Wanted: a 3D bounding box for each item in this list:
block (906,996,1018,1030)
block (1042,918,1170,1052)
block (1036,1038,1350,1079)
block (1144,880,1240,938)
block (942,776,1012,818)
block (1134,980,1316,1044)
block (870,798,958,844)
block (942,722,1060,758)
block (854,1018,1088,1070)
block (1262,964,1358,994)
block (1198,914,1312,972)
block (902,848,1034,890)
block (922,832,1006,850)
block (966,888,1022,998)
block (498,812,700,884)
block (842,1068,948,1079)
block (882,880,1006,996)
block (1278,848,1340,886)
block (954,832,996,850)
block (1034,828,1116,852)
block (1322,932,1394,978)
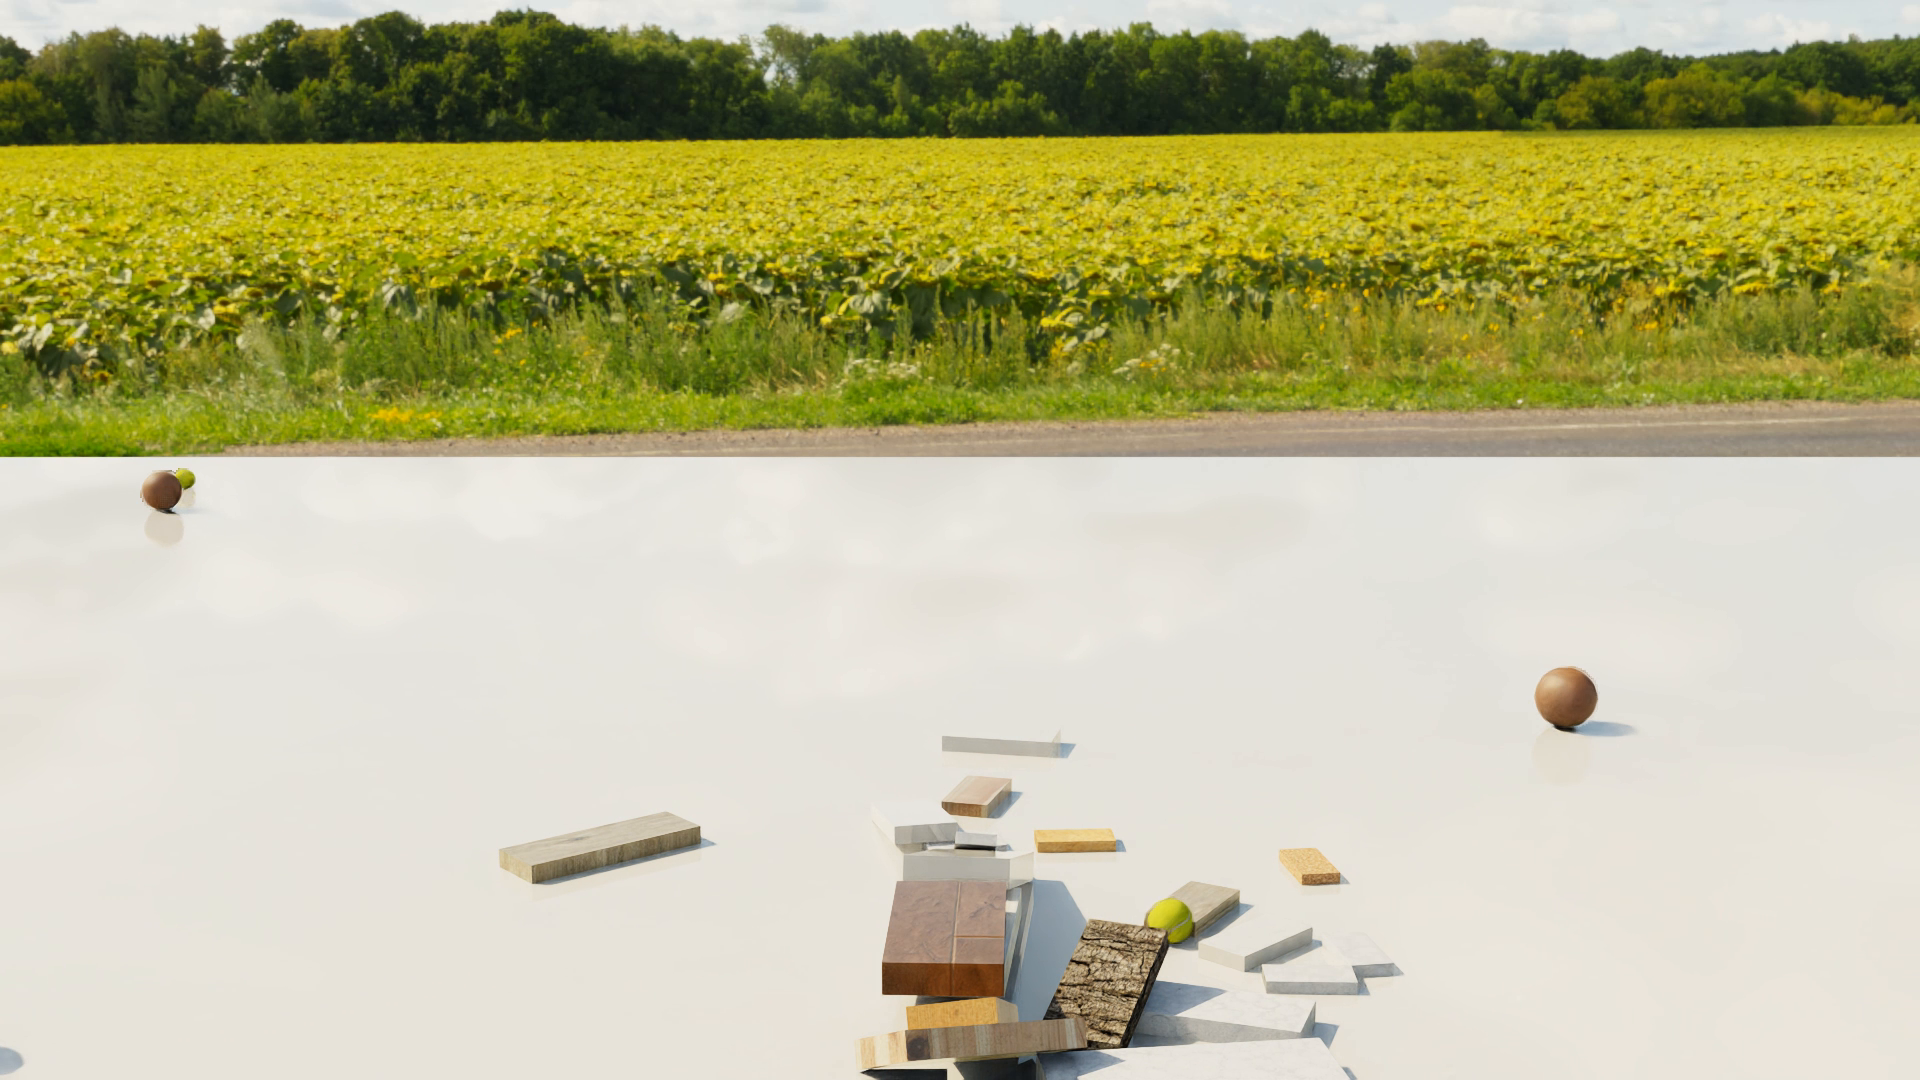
[{"bbox_3d":[0.007,0.646,2.966,0.118,0.034,0.237,-8,-15,7],"label":"block"},{"bbox_3d":[0.205,0.633,3.108,0.118,0.034,0.237,4,33,22],"label":"block"},{"bbox_3d":[0.305,0.713,2.901,0.391,0.039,0.137,-1,11,-8],"label":"block"},{"bbox_3d":[0.377,0.597,3.563,0.088,0.025,0.176,6,12,30],"label":"block"},{"bbox_3d":[0.032,0.485,4.165,0.088,0.025,0.176,3,11,16],"label":"block"},{"bbox_3d":[0.376,0.675,3.117,0.237,0.034,0.118,4,11,19],"label":"block"},{"bbox_3d":[-0.084,0.506,3.968,0.114,0.032,0.228,-2,5,-13],"label":"block"},{"bbox_3d":[0.086,0.412,4.541,0.228,0.032,0.114,2,11,12],"label":"block"},{"bbox_3d":[0.015,0.664,2.899,0.274,0.039,0.137,4,-18,-31],"label":"block"},{"bbox_3d":[0.520,0.654,3.273,0.134,0.019,0.067,0,11,2],"label":"block"},{"bbox_3d":[0.460,0.624,3.416,0.088,0.025,0.176,10,15,43],"label":"block"},{"bbox_3d":[0.018,0.534,3.579,0.167,0.047,0.335,1,-6,8],"label":"block"},{"bbox_3d":[0.007,0.541,3.880,0.139,0.020,0.069,-2,11,-12],"label":"block"},{"bbox_3d":[-0.003,0.600,3.309,0.167,0.047,0.335,1,11,6],"label":"block"},{"bbox_3d":[-0.629,0.538,3.862,0.339,0.032,0.114,-9,14,-39],"label":"block"},{"bbox_3d":[-0.083,0.739,2.760,0.137,0.039,0.274,0,11,-1],"label":"block"},{"bbox_3d":[-0.018,0.574,3.189,0.167,0.047,0.335,0,11,2],"label":"block"},{"bbox_3d":[0.600,0.560,3.778,0.067,0.019,0.134,-2,11,-8],"label":"block"},{"bbox_3d":[0.025,0.526,3.772,0.069,0.020,0.139,4,-19,0],"label":"block"},{"bbox_3d":[0.204,0.535,3.913,0.139,0.020,0.069,-1,11,-3],"label":"block"},{"bbox_3d":[0.610,0.635,3.374,0.067,0.019,0.134,-2,11,-9],"label":"block"}]
